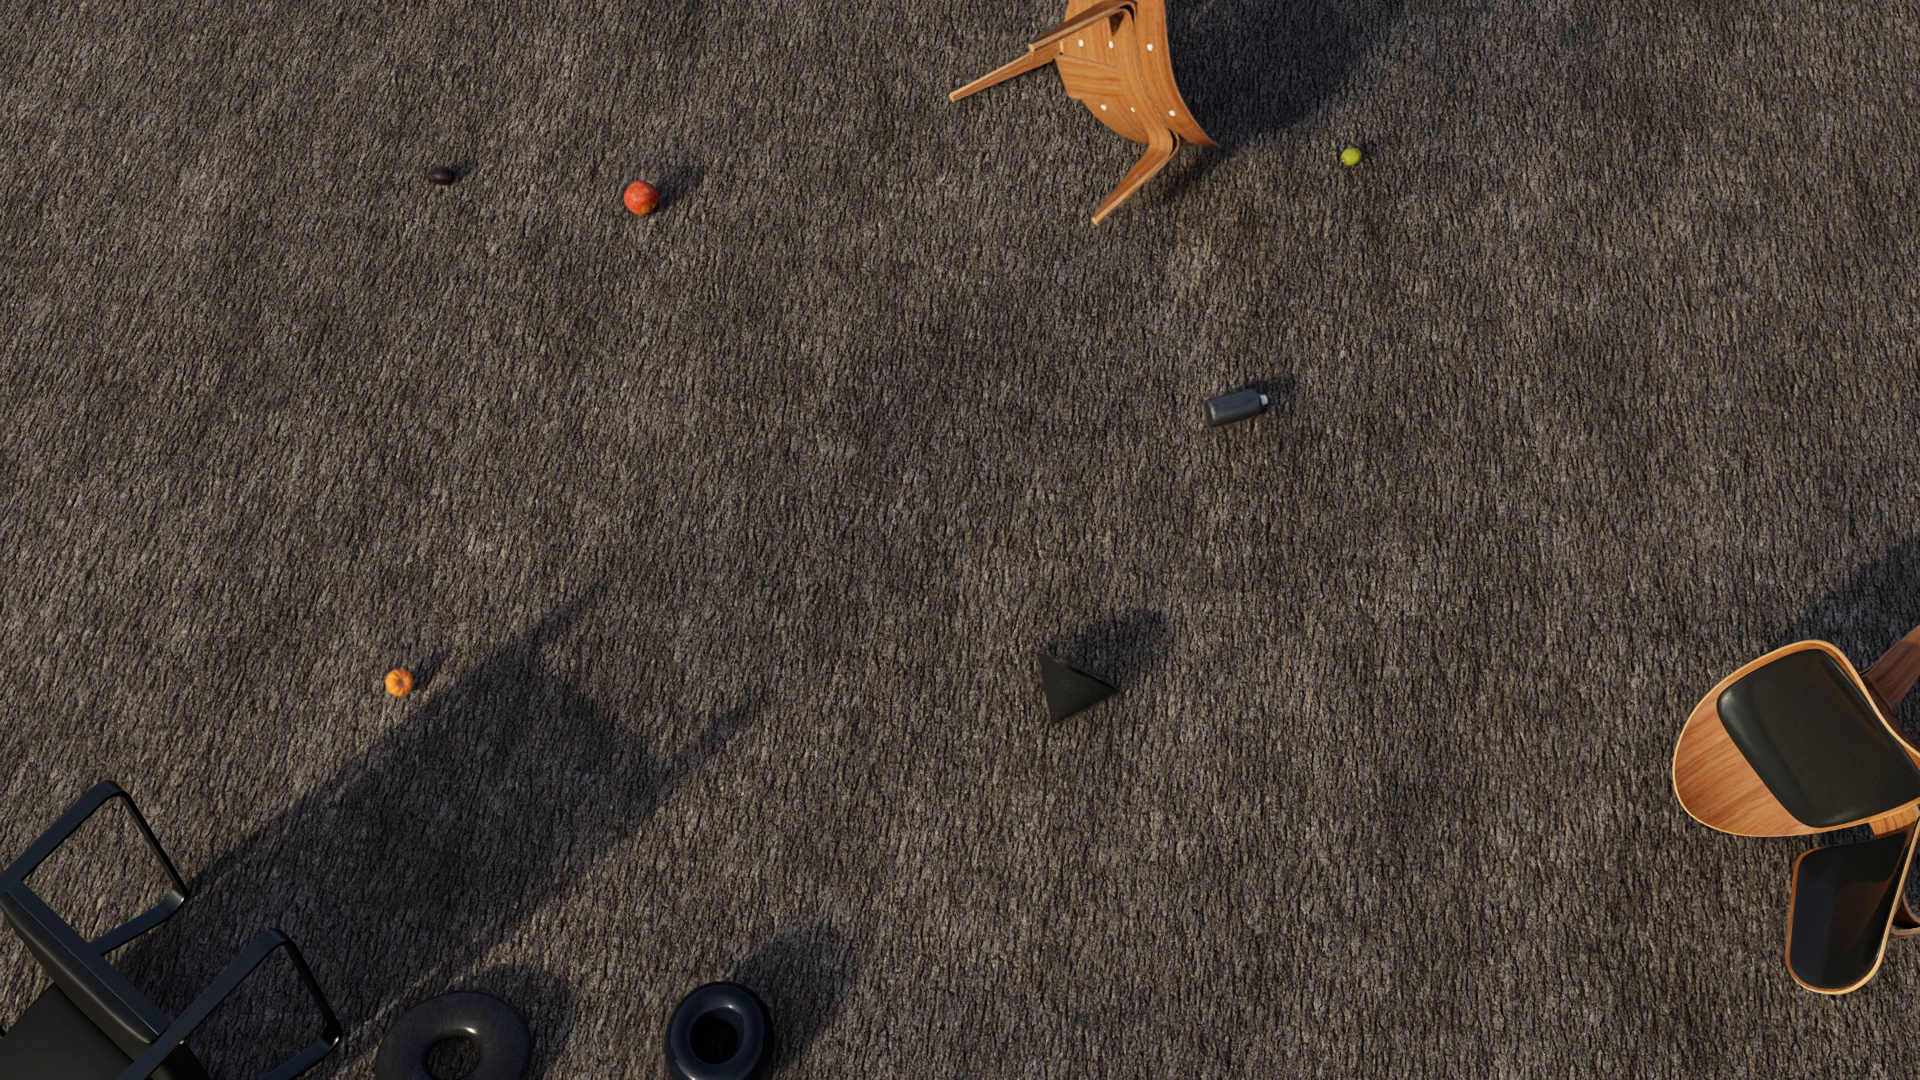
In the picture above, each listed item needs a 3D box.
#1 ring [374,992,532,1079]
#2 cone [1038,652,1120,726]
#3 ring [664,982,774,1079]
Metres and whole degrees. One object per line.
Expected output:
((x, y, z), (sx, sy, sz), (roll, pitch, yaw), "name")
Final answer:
((-1.297, 1.328, 5.634), (0.402, 0.082, 0.358), (-12, 58, -9), "ring")
((0.297, 0.448, 6.219), (0.262, 0.197, 0.172), (26, 92, -9), "cone")
((-0.615, 1.284, 5.626), (0.282, 0.146, 0.316), (2, 57, 3), "ring")
